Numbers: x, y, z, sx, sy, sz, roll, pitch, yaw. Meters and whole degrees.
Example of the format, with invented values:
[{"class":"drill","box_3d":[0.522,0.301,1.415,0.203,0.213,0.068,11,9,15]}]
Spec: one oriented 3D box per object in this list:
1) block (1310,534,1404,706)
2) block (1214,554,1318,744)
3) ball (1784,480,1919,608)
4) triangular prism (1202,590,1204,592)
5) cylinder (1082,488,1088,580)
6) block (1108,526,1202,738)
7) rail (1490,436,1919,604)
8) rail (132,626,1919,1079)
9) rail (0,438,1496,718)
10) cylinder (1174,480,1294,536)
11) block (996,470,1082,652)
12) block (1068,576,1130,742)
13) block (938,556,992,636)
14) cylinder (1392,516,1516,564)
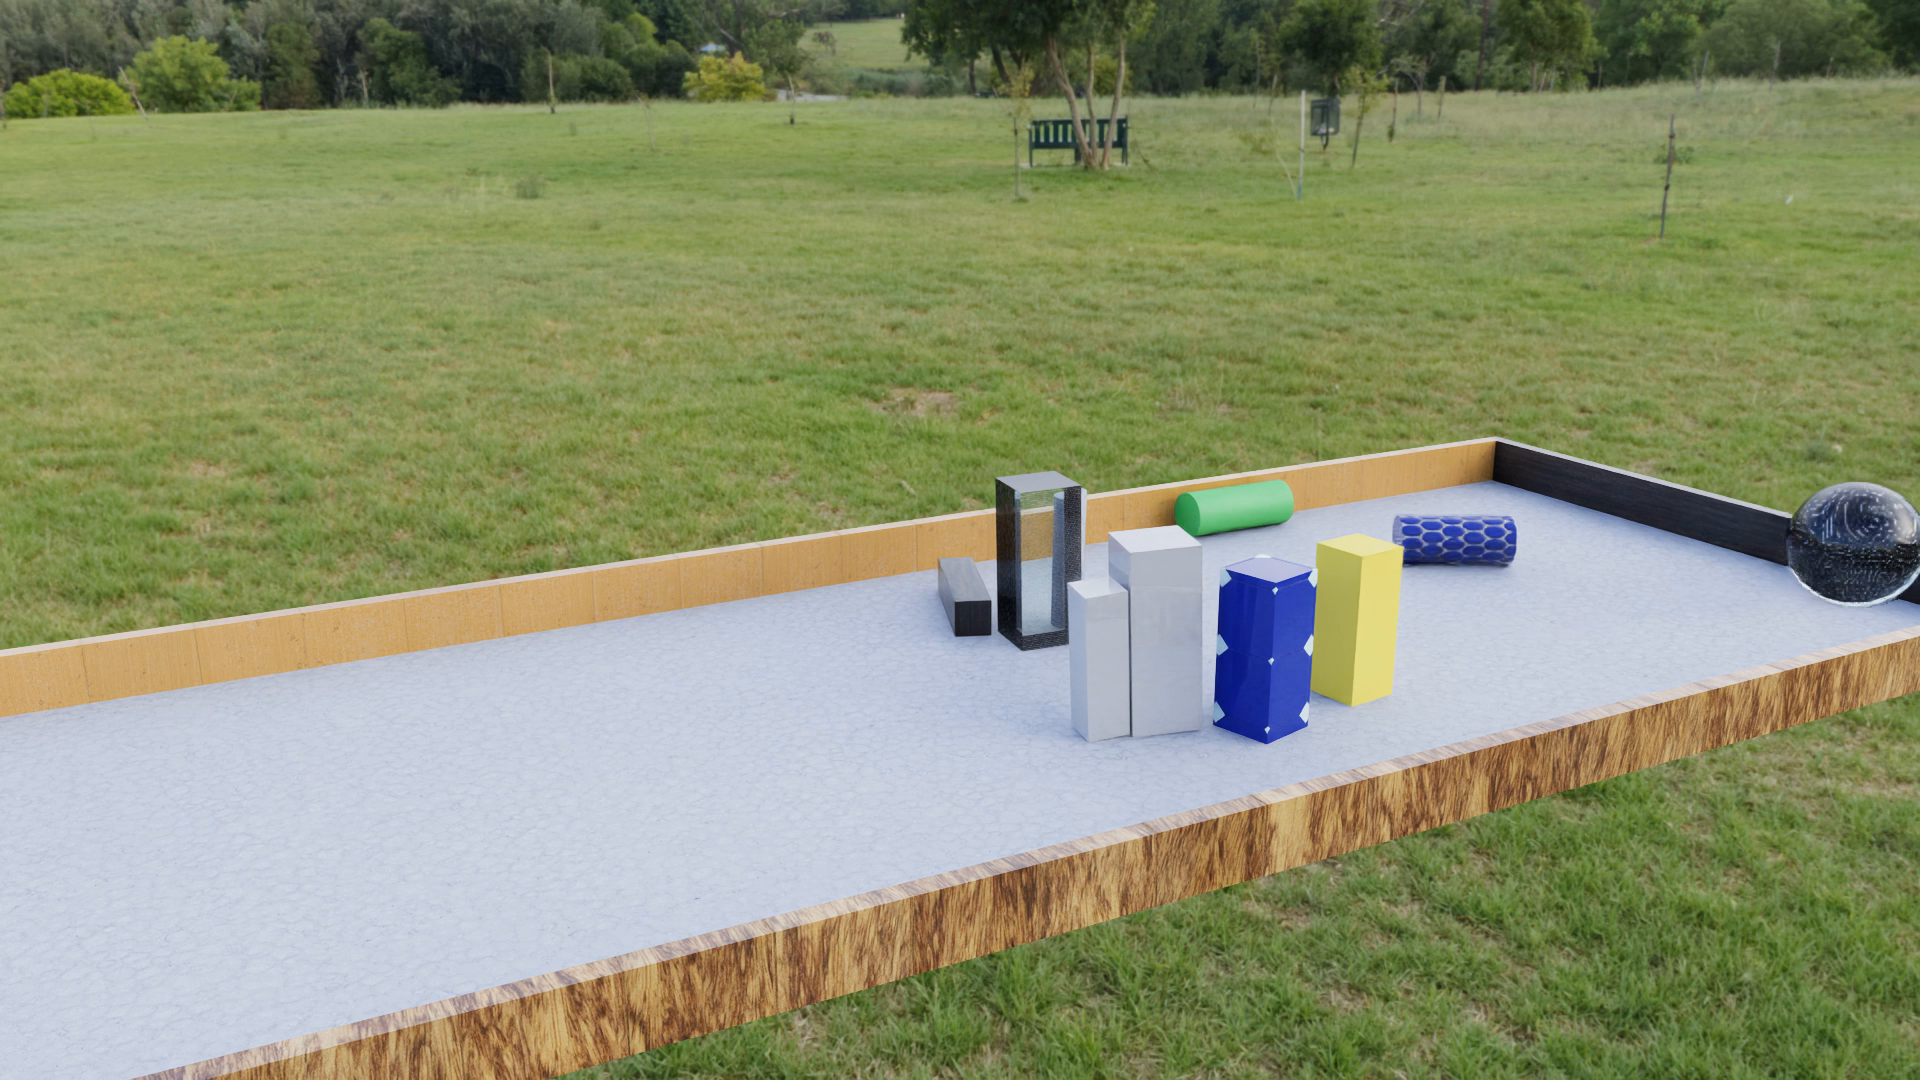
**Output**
[{"class":"block","box_3d":[0.964,0.193,4.025,0.144,0.379,0.144,-11,20,-33]},{"class":"block","box_3d":[0.705,0.250,3.817,0.157,0.388,0.157,-15,22,-41]},{"class":"ball","box_3d":[2.541,0.011,4.680,0.358,0.358,0.358,0,16,0]},{"class":"triangular prism","box_3d":[0.580,0.153,4.665,0.105,0.091,0.415,7,18,24]},{"class":"cylinder","box_3d":[0.288,0.039,4.572,0.117,0.361,0.117,1,14,0]},{"class":"block","box_3d":[0.454,0.211,3.833,0.169,0.447,0.169,-6,17,-11]},{"class":"rail","box_3d":[2.466,-0.048,5.253,0.050,0.150,2.100,-9,18,-27]},{"class":"rail","box_3d":[-2.336,1.006,1.665,12.000,0.150,0.050,-9,18,-27]},{"class":"rail","box_3d":[-3.305,0.497,3.399,12.000,0.150,0.050,-9,18,-27]},{"class":"cylinder","box_3d":[0.908,-0.106,5.458,0.377,0.146,0.146,-8,18,-26]},{"class":"block","box_3d":[0.209,0.054,4.396,0.172,0.433,0.172,-7,18,-20]},{"class":"block","box_3d":[0.318,0.273,3.774,0.103,0.357,0.103,-9,21,-17]},{"class":"block","box_3d":[0.010,0.156,4.647,0.100,0.100,0.403,-2,17,-7]},{"class":"cylinder","box_3d":[1.526,-0.001,5.102,0.345,0.145,0.145,1,16,3]}]
